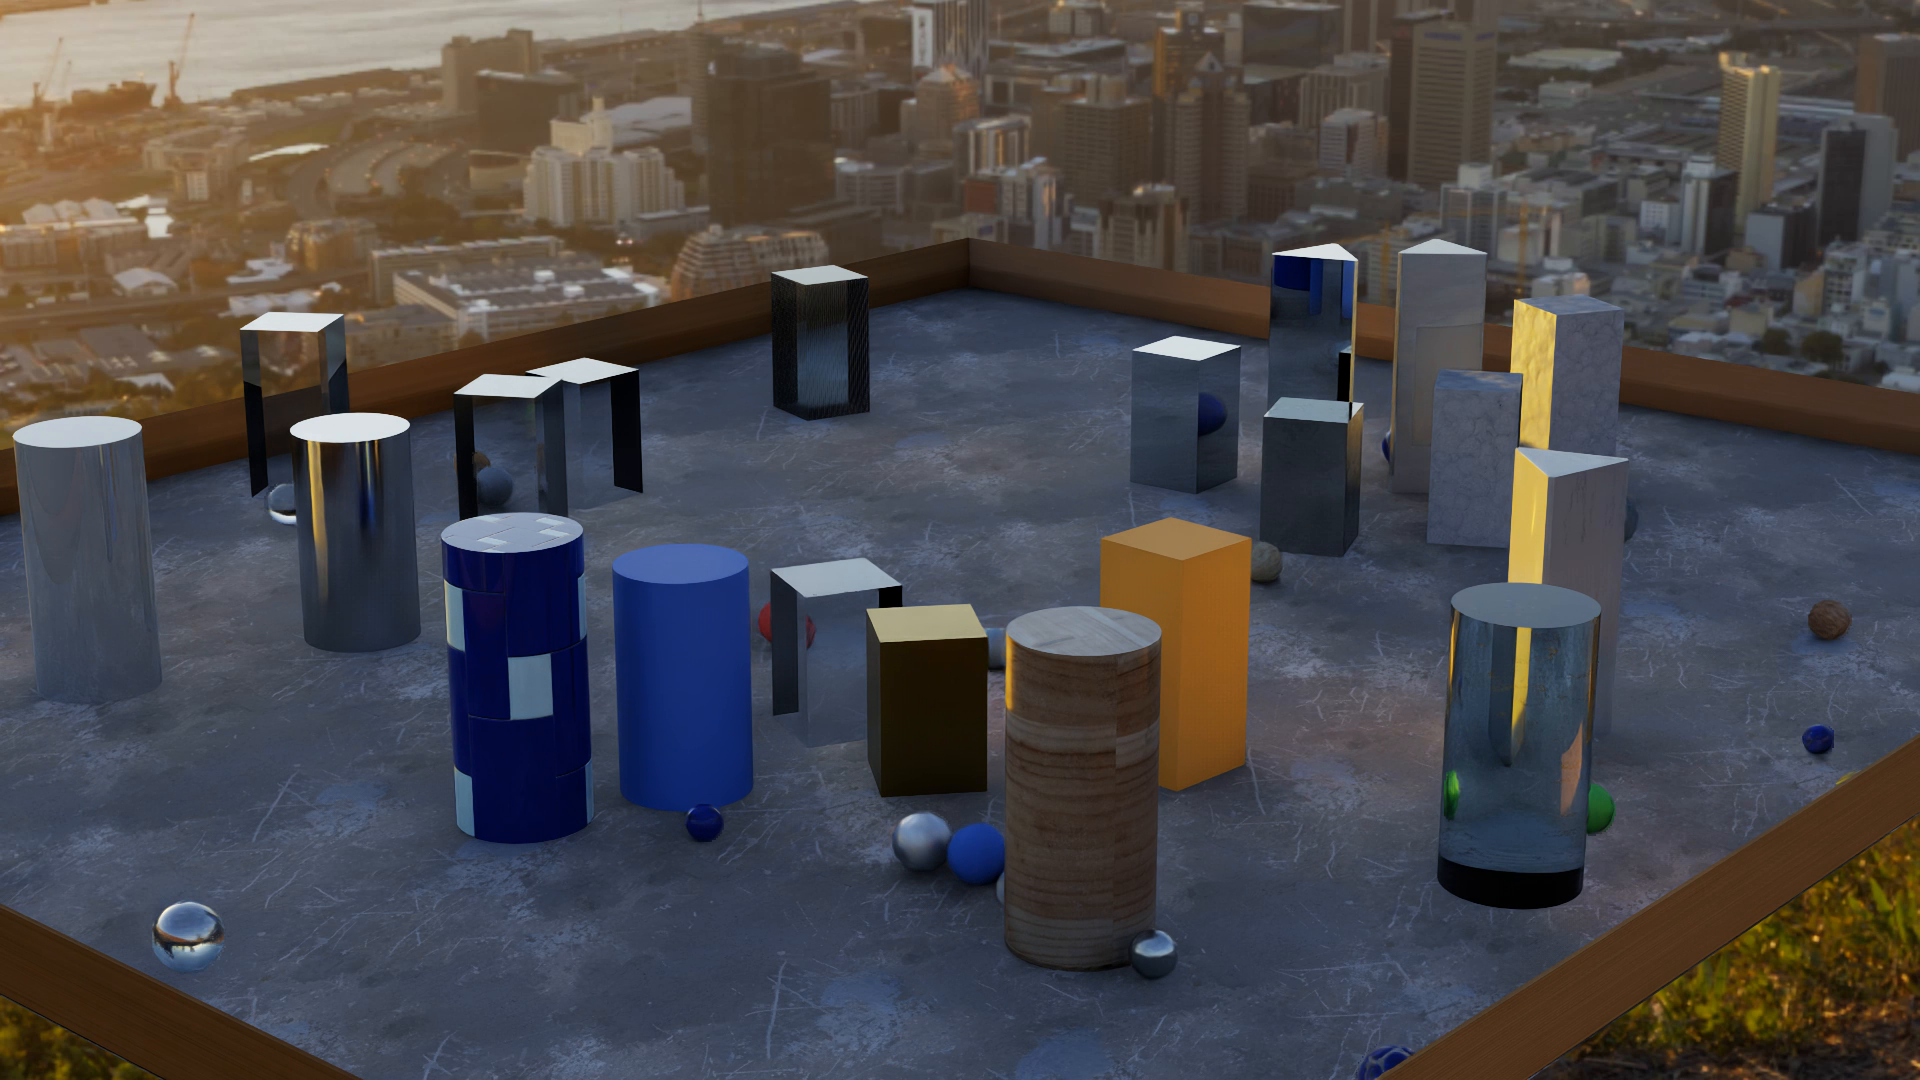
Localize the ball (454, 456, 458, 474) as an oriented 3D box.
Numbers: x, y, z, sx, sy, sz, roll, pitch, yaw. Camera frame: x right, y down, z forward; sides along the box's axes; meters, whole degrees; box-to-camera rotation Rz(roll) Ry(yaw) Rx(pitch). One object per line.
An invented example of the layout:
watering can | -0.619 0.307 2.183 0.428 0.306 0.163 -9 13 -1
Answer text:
ball | -0.949 -0.152 5.782 0.096 0.096 0.096 0 17 0

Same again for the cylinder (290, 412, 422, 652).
cylinder | -1.002 -0.014 4.870 0.193 0.358 0.193 0 17 0

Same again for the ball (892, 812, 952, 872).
ball | -0.051 0.407 3.953 0.082 0.082 0.082 0 17 0

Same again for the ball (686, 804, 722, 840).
ball | -0.355 0.390 4.062 0.051 0.051 0.051 0 17 0

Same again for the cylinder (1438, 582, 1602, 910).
cylinder | 0.738 0.270 3.877 0.193 0.389 0.193 0 17 0

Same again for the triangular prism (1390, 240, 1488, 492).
triangular prism | 0.930 -0.342 5.755 0.167 0.476 0.145 1 17 3

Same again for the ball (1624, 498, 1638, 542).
ball | 1.200 -0.037 5.402 0.097 0.097 0.097 0 17 0

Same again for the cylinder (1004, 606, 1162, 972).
cylinder | 0.153 0.312 3.690 0.193 0.417 0.193 0 17 0

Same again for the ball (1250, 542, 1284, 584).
ball | 0.535 0.040 5.185 0.073 0.073 0.073 0 17 0

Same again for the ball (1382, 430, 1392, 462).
ball | 0.898 -0.189 5.914 0.090 0.090 0.090 0 17 0

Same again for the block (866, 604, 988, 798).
block | -0.049 0.232 4.268 0.154 0.235 0.154 -3 17 -9

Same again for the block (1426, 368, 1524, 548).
block | 0.956 -0.153 5.441 0.154 0.295 0.154 4 17 12

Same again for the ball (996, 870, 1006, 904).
ball | 0.074 0.456 3.837 0.055 0.055 0.055 0 17 0

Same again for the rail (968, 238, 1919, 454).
rail | 1.289 -0.398 6.542 3.398 0.125 0.045 14 22 39

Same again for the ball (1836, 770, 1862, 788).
ball | 1.272 0.357 4.154 0.061 0.061 0.061 0 17 0

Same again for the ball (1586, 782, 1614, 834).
ball | 0.874 0.374 4.084 0.071 0.071 0.071 0 17 0

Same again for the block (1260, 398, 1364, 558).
block | 0.647 -0.117 5.395 0.154 0.253 0.154 5 18 17

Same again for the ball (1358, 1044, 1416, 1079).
ball | 0.488 0.607 3.300 0.077 0.077 0.077 0 17 0

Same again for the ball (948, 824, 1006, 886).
ball | 0.025 0.420 3.911 0.082 0.082 0.082 0 17 0

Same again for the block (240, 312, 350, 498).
block | -1.294 -0.262 5.732 0.154 0.336 0.154 2 17 7

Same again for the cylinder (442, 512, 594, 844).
cylinder | -0.614 0.191 4.085 0.193 0.421 0.193 0 17 0

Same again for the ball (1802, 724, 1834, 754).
ball | 1.283 0.298 4.383 0.044 0.044 0.044 0 17 0

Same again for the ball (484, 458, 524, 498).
ball | -0.888 -0.122 5.718 0.077 0.077 0.077 0 17 0

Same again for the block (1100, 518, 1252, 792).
block | 0.313 0.165 4.293 0.154 0.350 0.154 16 23 42

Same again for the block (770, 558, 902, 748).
block | -0.188 0.170 4.470 0.154 0.238 0.154 -7 18 -22

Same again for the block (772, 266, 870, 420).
block | -0.302 -0.428 6.349 0.154 0.297 0.154 -10 19 -30

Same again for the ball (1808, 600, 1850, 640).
ball | 1.450 0.132 4.892 0.066 0.066 0.066 0 17 0

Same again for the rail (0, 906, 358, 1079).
rail | -1.289 0.460 3.699 3.398 0.125 0.045 14 22 39

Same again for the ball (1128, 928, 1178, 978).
ball | 0.239 0.513 3.639 0.061 0.061 0.061 0 17 0

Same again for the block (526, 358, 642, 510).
block | -0.731 -0.208 5.705 0.154 0.249 0.154 14 22 38

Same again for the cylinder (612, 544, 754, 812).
cylinder | -0.397 0.195 4.210 0.193 0.339 0.193 0 17 0

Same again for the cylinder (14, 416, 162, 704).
cylinder | -1.374 0.030 4.627 0.193 0.415 0.193 0 17 0

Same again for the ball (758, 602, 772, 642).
ball | -0.298 0.136 4.866 0.075 0.075 0.075 0 17 0

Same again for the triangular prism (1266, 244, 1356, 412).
triangular prism | 0.700 -0.327 5.699 0.167 0.479 0.145 7 18 22

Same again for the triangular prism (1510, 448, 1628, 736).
triangular prism | 0.883 0.083 4.425 0.167 0.430 0.145 -12 21 -35

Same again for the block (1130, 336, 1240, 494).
block | 0.446 -0.249 5.805 0.154 0.269 0.154 12 21 35

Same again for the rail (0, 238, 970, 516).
rail | -1.265 -0.286 6.172 0.045 0.125 3.979 14 22 39

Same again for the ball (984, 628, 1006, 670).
ball | 0.056 0.176 4.739 0.070 0.070 0.070 0 17 0

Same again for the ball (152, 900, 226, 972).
ball | -0.962 0.494 3.654 0.089 0.089 0.089 0 17 0

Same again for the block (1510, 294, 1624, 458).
block | 1.199 -0.296 5.817 0.154 0.351 0.154 -6 18 -20

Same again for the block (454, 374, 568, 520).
block | -0.828 -0.143 5.416 0.154 0.291 0.154 3 17 11

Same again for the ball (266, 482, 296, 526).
ball | -1.267 -0.068 5.530 0.080 0.080 0.080 0 17 0

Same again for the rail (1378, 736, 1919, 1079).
rail | 1.265 0.349 4.069 0.045 0.125 3.979 14 22 39
